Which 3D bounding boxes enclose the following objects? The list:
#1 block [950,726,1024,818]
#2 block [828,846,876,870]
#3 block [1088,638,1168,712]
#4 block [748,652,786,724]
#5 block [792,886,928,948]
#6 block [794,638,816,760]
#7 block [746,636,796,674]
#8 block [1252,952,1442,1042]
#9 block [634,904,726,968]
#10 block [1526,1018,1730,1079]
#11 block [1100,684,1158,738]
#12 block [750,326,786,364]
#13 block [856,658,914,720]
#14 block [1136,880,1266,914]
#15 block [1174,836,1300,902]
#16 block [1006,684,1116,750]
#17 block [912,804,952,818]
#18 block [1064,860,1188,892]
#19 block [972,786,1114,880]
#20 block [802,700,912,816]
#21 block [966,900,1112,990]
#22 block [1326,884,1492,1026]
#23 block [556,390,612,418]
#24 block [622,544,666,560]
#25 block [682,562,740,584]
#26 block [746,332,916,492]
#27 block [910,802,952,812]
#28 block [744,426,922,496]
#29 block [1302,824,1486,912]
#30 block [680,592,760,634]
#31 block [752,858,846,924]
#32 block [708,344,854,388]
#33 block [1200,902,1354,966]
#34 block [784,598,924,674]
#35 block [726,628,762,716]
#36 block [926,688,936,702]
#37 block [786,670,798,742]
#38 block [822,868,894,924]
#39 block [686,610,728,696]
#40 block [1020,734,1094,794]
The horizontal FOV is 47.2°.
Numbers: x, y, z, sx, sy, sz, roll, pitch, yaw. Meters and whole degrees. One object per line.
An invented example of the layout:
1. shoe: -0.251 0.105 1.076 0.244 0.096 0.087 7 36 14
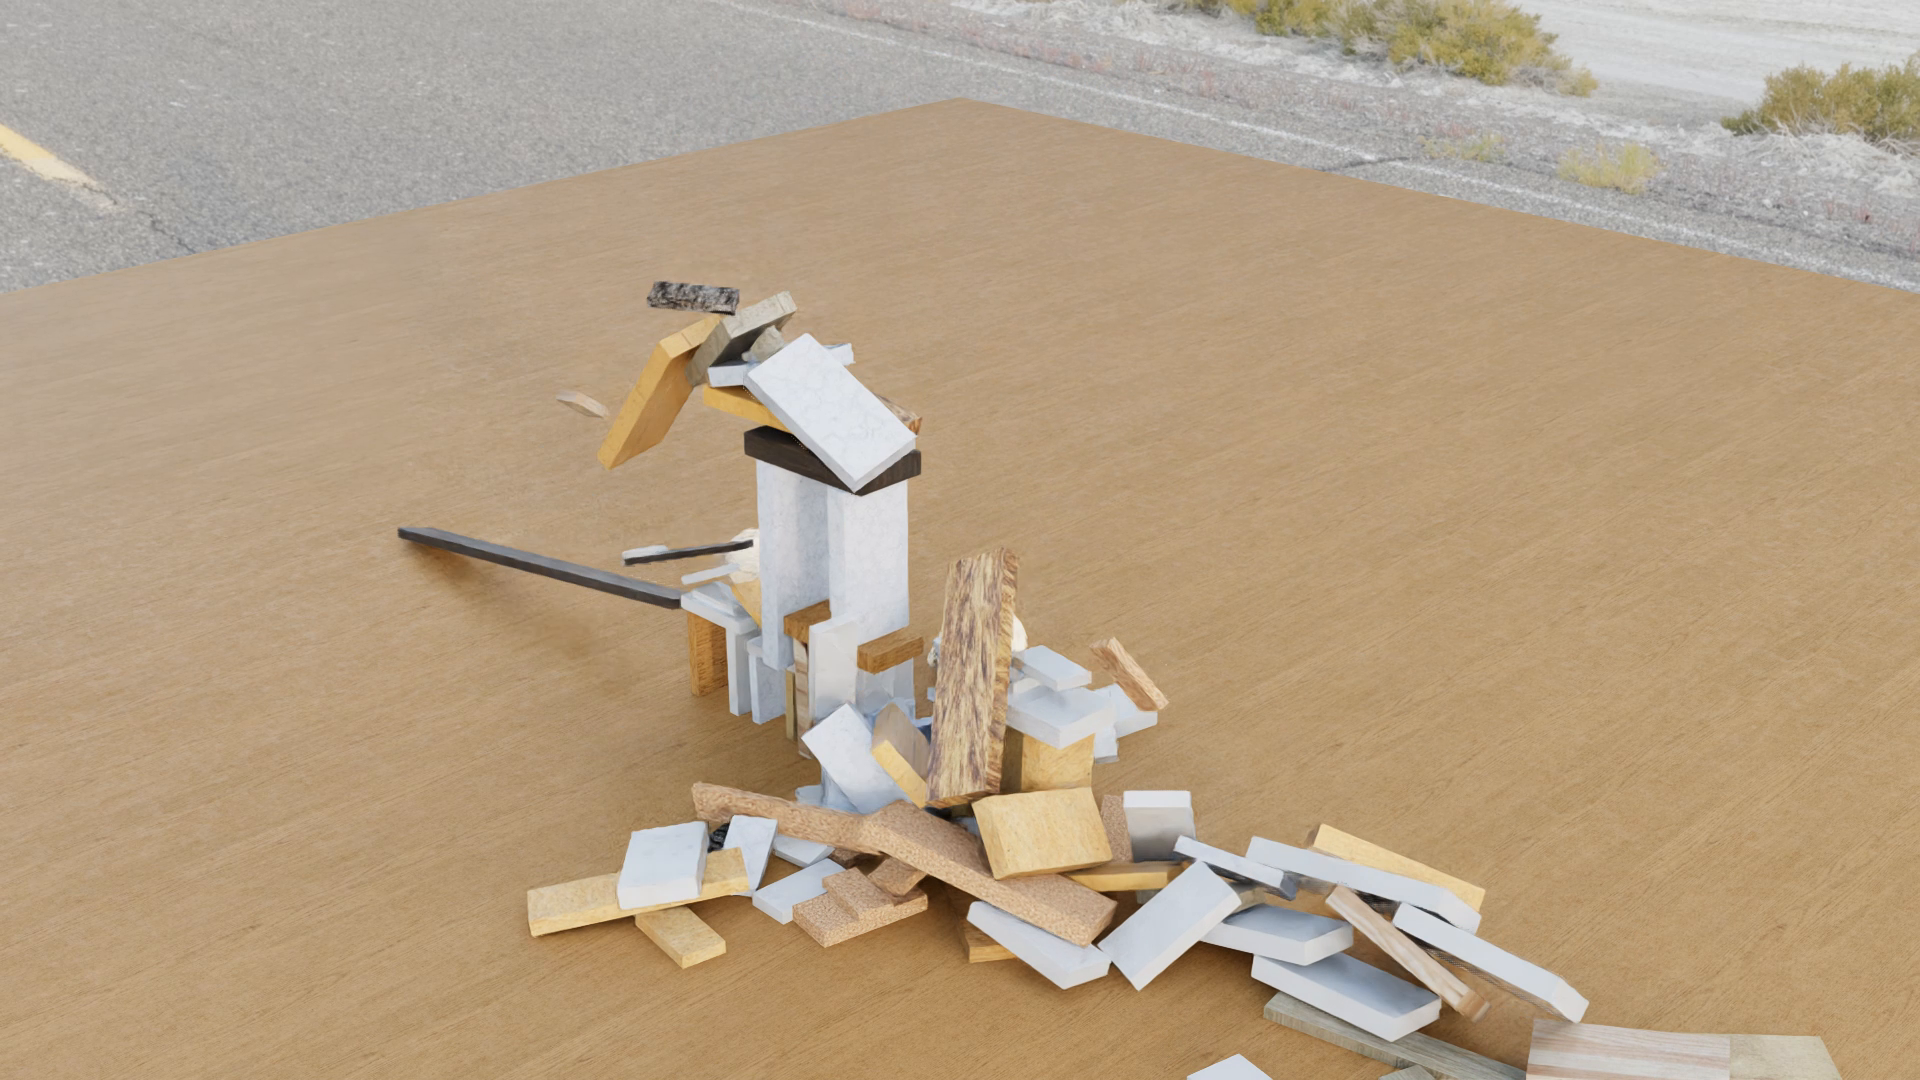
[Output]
1. block: 0.060 0.435 4.339 0.153 0.307 0.043 -17 32 -34
2. block: -0.245 0.595 4.329 0.081 0.023 0.161 -19 29 -37
3. block: 0.310 0.249 4.056 0.022 0.158 0.079 -45 12 -22
4. block: -0.418 0.311 4.812 0.084 0.167 0.024 -21 29 -41
5. block: -0.186 0.686 4.104 0.226 0.032 0.113 -15 27 -32
6. block: -0.283 0.315 4.666 0.137 0.275 0.039 -21 30 -41
7. block: -0.372 0.241 4.733 0.167 0.024 0.084 21 31 40
8. block: 0.671 0.778 3.829 0.294 0.042 0.147 19 19 41
9. block: -0.514 0.720 4.031 0.089 0.025 0.177 -16 28 -33
10. block: 1.088 0.859 3.580 0.310 0.044 0.155 2 24 19
11. block: 0.273 0.394 4.779 0.286 0.041 0.143 -16 28 -33
12. block: -0.361 -0.349 4.390 0.020 0.071 0.141 -14 67 -48
13. block: -0.157 0.366 4.547 0.137 0.275 0.039 -21 30 -40
14. block: 0.442 0.652 4.050 0.214 0.030 0.107 -1 5 44
15. block: 0.512 0.609 4.074 0.214 0.030 0.107 17 -15 29
16. block: 0.131 0.303 4.199 0.153 0.043 0.307 -21 31 -40
17. block: -0.061 0.526 4.291 0.024 0.084 0.168 19 32 20
18. block: 0.311 0.631 4.123 0.214 0.030 0.107 -7 1 28
19. block: 0.156 0.543 4.082 0.292 0.146 0.041 2 -26 -47
20. block: -0.193 0.439 4.296 0.115 0.230 0.033 -37 4 9
21. block: 0.141 0.716 3.950 0.243 0.034 0.121 30 23 36
22. block: 0.774 0.714 3.796 0.294 0.042 0.147 39 0 36
23. block: -0.855 -0.308 4.991 0.086 0.024 0.172 29 -7 -23
24. block: -0.720 0.027 5.016 0.053 0.015 0.105 -17 7 -41
25. block: -0.550 0.074 4.849 0.069 0.020 0.138 -16 2 -37
26. block: -0.252 -0.250 4.277 0.158 0.045 0.317 -38 71 -25
27. block: -0.081 0.535 4.404 0.161 0.023 0.081 -17 21 -29
28. block: -0.259 -0.176 4.439 0.340 0.048 0.170 20 30 39
29. block: 0.773 0.597 3.945 0.307 0.043 0.153 22 -14 5
30. block: -0.511 0.150 4.847 0.204 0.029 0.102 21 31 41
31. block: -0.292 0.664 4.163 0.184 0.026 0.092 -20 30 -39
32. block: -0.368 -0.358 4.507 0.283 0.040 0.141 -1 17 41
33. block: 0.541 0.698 3.950 0.294 0.042 0.147 5 10 44
34. block: -0.221 0.196 4.545 0.274 0.039 0.137 21 31 40
35. block: -0.463 0.276 4.848 0.029 0.204 0.102 21 31 41
36. block: -0.005 0.346 4.792 0.095 0.027 0.189 5 -7 13
37. block: -0.335 0.344 4.736 0.024 0.167 0.084 23 32 40
38. block: -0.191 0.661 4.095 0.072 0.021 0.145 -13 26 -28
39. block: -0.559 0.239 4.937 0.029 0.204 0.102 21 31 41
40. block: 0.184 0.485 4.224 0.153 0.307 0.043 -21 34 -40
